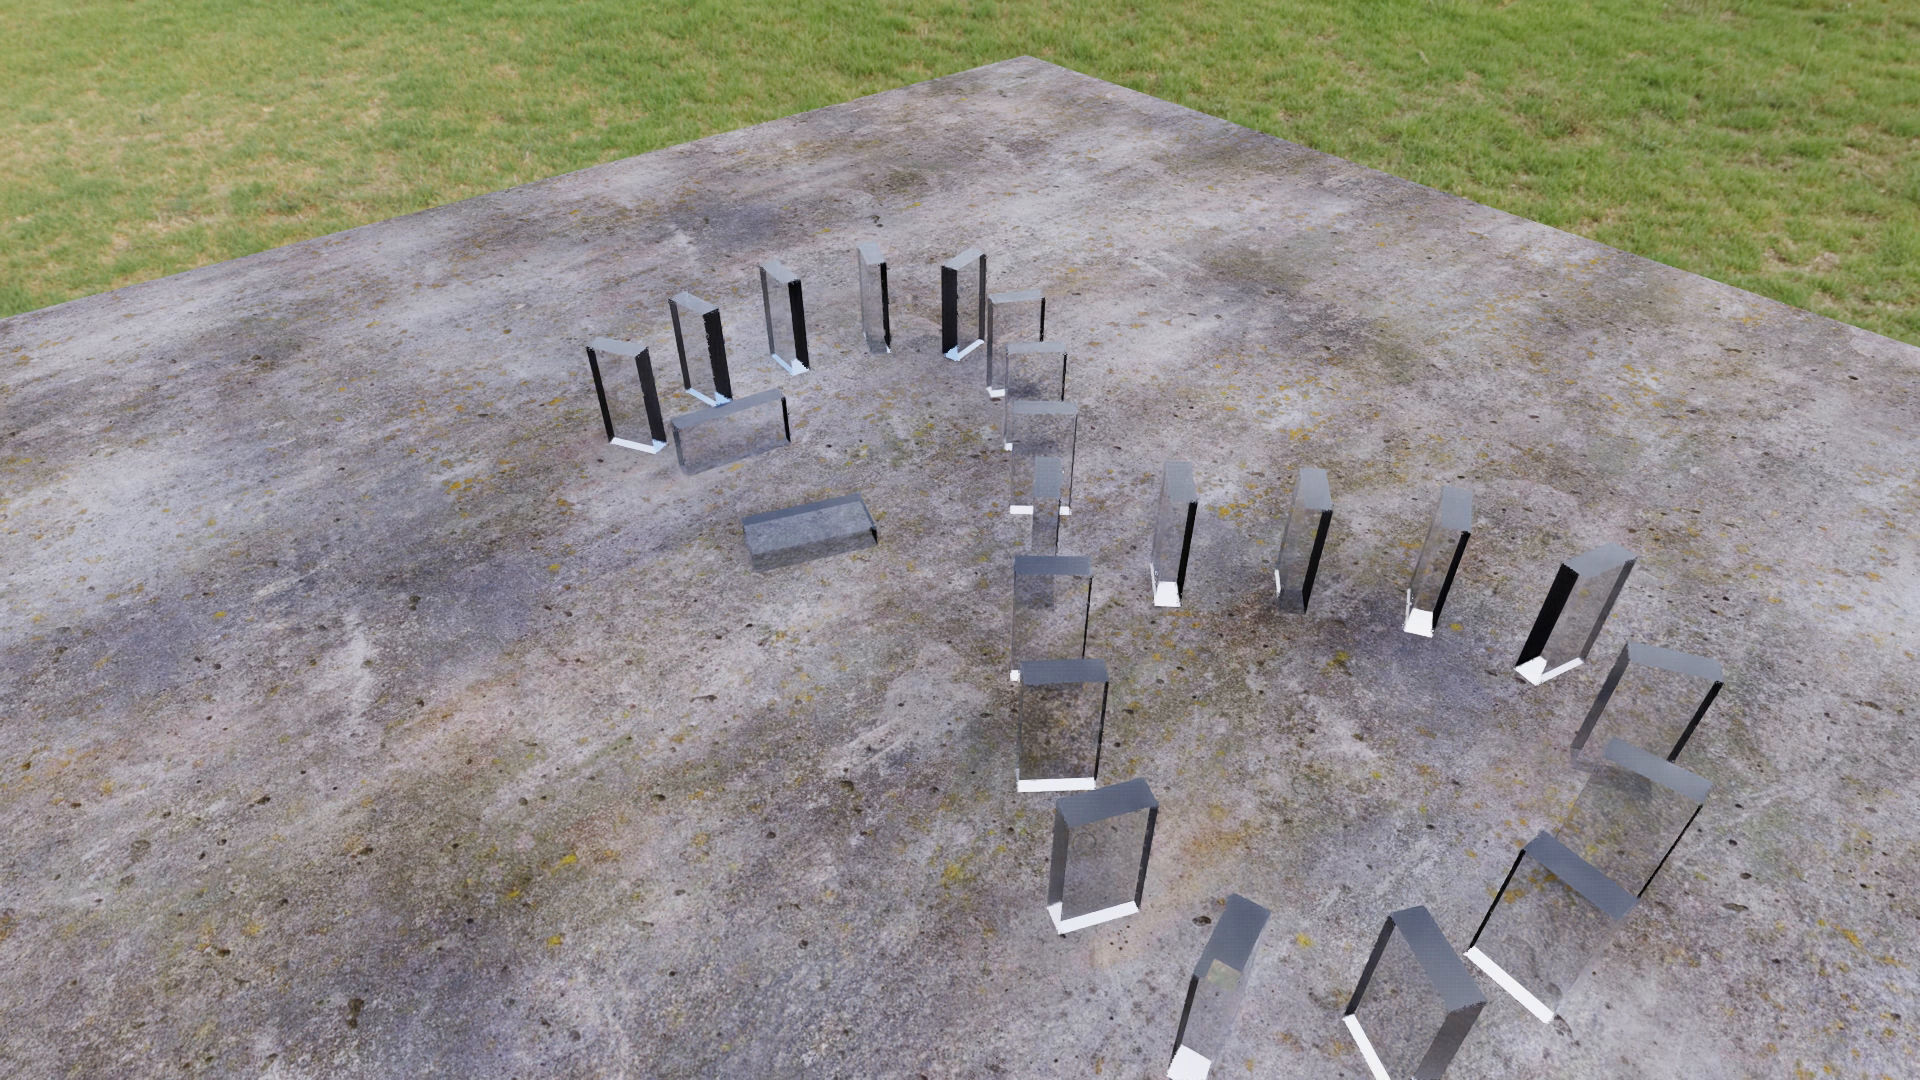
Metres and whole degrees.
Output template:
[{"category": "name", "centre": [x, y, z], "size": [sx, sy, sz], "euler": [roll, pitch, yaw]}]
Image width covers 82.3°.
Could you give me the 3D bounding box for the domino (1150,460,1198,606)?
[{"category": "domino", "centre": [0.080, -0.002, 0.414], "size": [0.010, 0.050, 0.025], "euler": [2, 39, 3]}]

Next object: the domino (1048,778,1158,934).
[{"category": "domino", "centre": [0.039, 0.088, 0.304], "size": [0.025, 0.050, 0.009], "euler": [-11, 41, -13]}]

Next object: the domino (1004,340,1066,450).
[{"category": "domino", "centre": [0.033, -0.064, 0.489], "size": [0.025, 0.050, 0.009], "euler": [-3, 39, -3]}]

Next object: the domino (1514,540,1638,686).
[{"category": "domino", "centre": [0.212, 0.026, 0.380], "size": [0.025, 0.050, 0.009], "euler": [-18, 43, -21]}]

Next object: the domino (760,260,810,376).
[{"category": "domino", "centre": [-0.087, -0.110, 0.546], "size": [0.009, 0.050, 0.025], "euler": [-24, 45, -26]}]

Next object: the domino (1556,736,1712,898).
[{"category": "domino", "centre": [0.188, 0.081, 0.312], "size": [0.025, 0.050, 0.009], "euler": [28, 47, 30]}]

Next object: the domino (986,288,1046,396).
[{"category": "domino", "centre": [0.026, -0.094, 0.526], "size": [0.025, 0.050, 0.010], "euler": [-9, 40, -11]}]

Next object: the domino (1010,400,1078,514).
[{"category": "domino", "centre": [0.034, -0.033, 0.452], "size": [0.025, 0.050, 0.010], "euler": [1, 39, 2]}]

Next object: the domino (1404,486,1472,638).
[{"category": "domino", "centre": [0.174, 0.008, 0.401], "size": [0.009, 0.050, 0.025], "euler": [13, 41, 15]}]

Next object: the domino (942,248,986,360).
[{"category": "domino", "centre": [0.002, -0.119, 0.557], "size": [0.009, 0.050, 0.025], "euler": [24, 45, 26]}]

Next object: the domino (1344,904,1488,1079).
[{"category": "domino", "centre": [0.110, 0.116, 0.270], "size": [0.009, 0.050, 0.025], "euler": [-9, 40, -11]}]

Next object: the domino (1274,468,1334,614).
[{"category": "domino", "centre": [0.128, 0.001, 0.411], "size": [0.009, 0.050, 0.025], "euler": [5, 40, 7]}]

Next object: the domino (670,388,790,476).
[{"category": "domino", "centre": [-0.101, -0.048, 0.490], "size": [0.050, 0.025, 0.009], "euler": [-21, 44, -24]}]

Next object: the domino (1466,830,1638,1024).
[{"category": "domino", "centre": [0.153, 0.102, 0.287], "size": [0.010, 0.050, 0.025], "euler": [-25, 45, -27]}]

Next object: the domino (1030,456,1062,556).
[{"category": "domino", "centre": [0.032, -0.004, 0.416], "size": [0.009, 0.050, 0.025], "euler": [3, 39, 3]}]

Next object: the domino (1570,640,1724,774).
[{"category": "domino", "centre": [0.213, 0.055, 0.344], "size": [0.025, 0.050, 0.009], "euler": [13, 41, 16]}]

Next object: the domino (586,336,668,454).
[{"category": "domino", "centre": [-0.148, -0.064, 0.490], "size": [0.025, 0.050, 0.010], "euler": [14, 41, 16]}]

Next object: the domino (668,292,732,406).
[{"category": "domino", "centre": [-0.122, -0.090, 0.521], "size": [0.025, 0.050, 0.009], "euler": [29, 48, 31]}]

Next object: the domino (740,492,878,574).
[{"category": "domino", "centre": [-0.061, -0.003, 0.448], "size": [0.050, 0.010, 0.025], "euler": [-13, 41, -15]}]

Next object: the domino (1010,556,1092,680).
[{"category": "domino", "centre": [0.031, 0.028, 0.378], "size": [0.025, 0.050, 0.010], "euler": [1, 39, 1]}]

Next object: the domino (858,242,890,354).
[{"category": "domino", "centre": [-0.044, -0.123, 0.562], "size": [0.010, 0.050, 0.025], "euler": [-10, 40, -12]}]

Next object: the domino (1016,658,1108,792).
[{"category": "domino", "centre": [0.031, 0.058, 0.341], "size": [0.025, 0.050, 0.010], "euler": [-2, 39, -2]}]

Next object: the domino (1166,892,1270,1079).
[{"category": "domino", "centre": [0.064, 0.113, 0.273], "size": [0.009, 0.050, 0.025], "euler": [22, 44, 24]}]
